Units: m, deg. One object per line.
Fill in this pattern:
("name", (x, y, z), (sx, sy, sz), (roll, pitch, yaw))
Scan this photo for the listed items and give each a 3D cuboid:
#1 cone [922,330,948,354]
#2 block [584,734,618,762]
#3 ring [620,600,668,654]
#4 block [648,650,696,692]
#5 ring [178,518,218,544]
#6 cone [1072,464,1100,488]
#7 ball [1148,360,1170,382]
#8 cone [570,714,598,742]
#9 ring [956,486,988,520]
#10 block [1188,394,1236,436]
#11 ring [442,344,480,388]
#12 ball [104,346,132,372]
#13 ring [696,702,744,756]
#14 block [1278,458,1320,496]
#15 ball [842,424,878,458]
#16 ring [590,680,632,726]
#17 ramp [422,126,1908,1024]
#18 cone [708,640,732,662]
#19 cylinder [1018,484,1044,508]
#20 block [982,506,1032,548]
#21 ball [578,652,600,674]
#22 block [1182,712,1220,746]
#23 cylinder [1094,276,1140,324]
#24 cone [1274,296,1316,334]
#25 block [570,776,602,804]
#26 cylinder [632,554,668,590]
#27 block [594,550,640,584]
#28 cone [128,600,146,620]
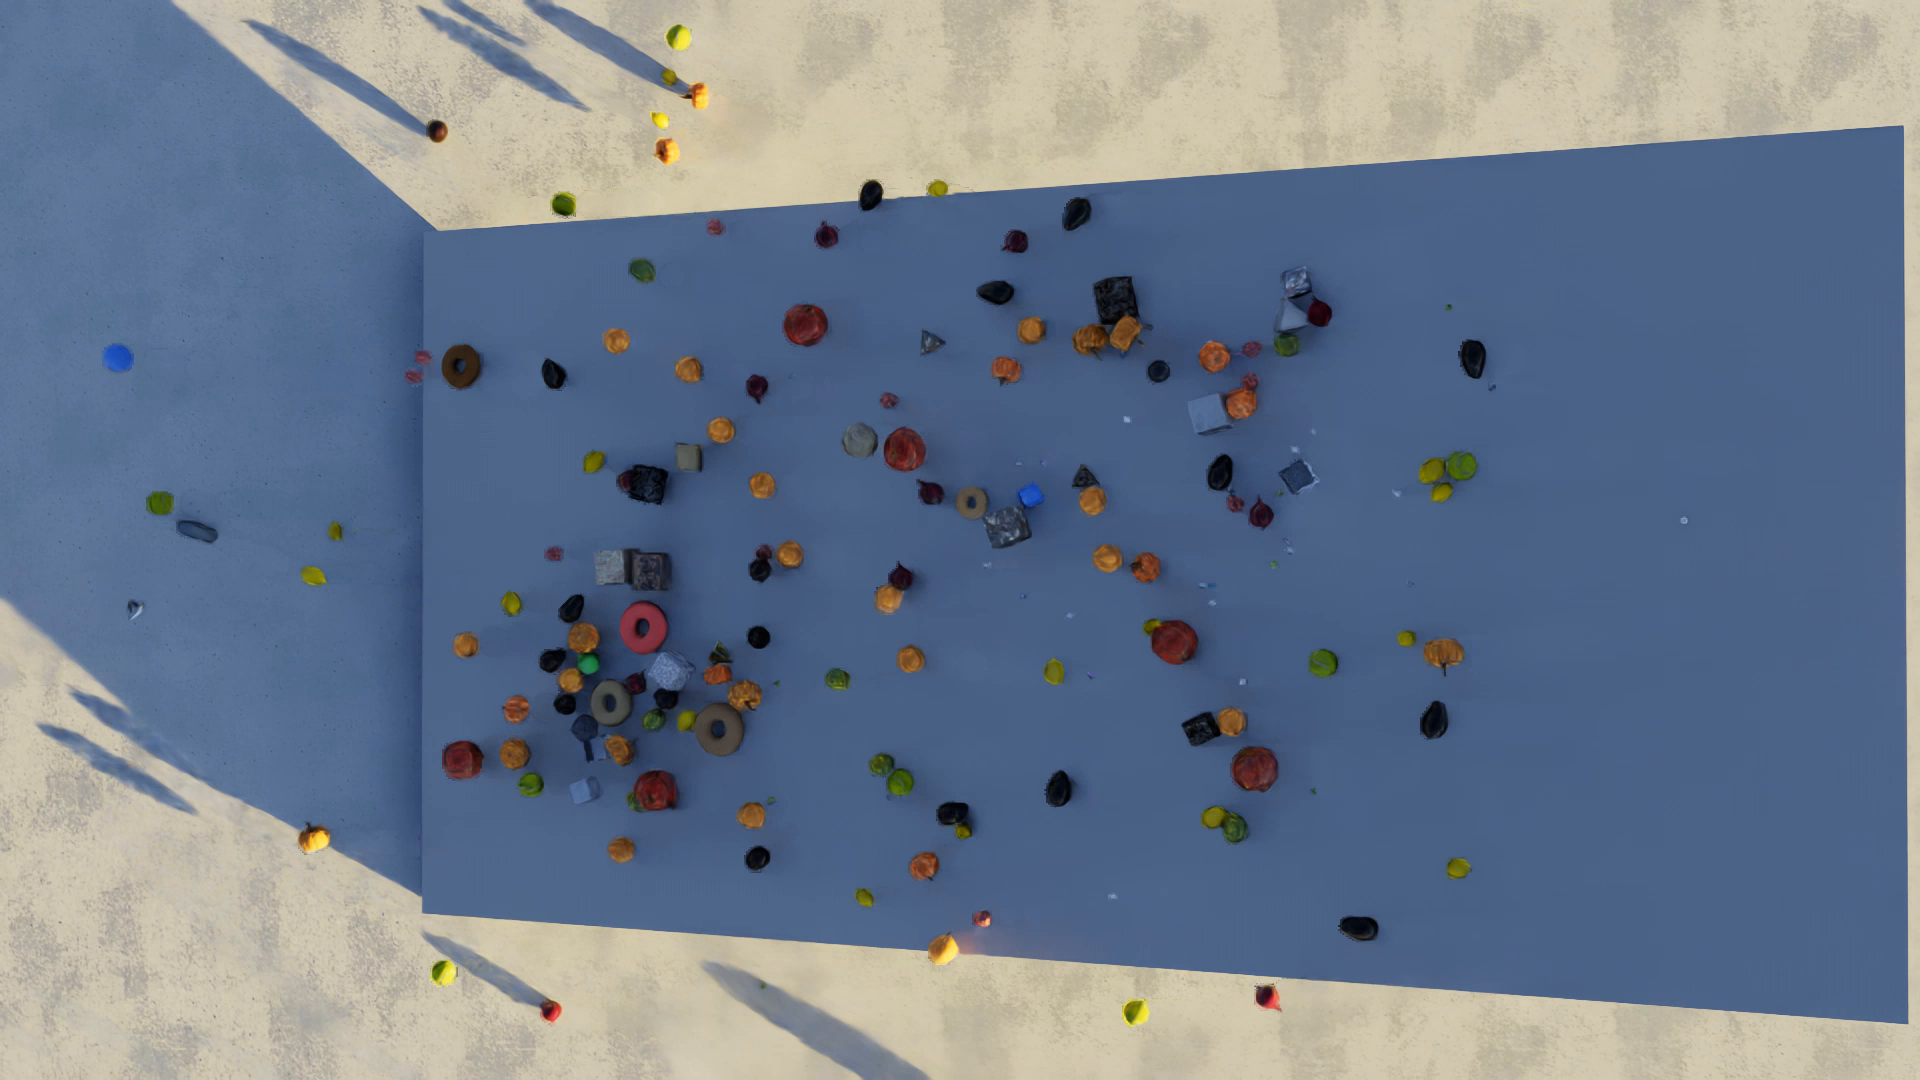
("cone", (-0.066, -0.521, 5.803), (0.069, 0.069, 0.069), (1, 89, -4))
("block", (-1.009, 0.584, 6.172), (0.064, 0.064, 0.064), (-13, 84, 22))
("ring", (-0.883, 0.243, 6.130), (0.150, 0.050, 0.150), (-1, 87, 26))
("block", (-0.798, 0.362, 6.078), (0.077, 0.077, 0.077), (37, 103, 19))
("ring", (-2.247, -0.026, 6.483), (0.118, 0.118, 0.039), (27, 102, 0))
("cone", (0.331, -0.154, 5.630), (0.065, 0.065, 0.065), (21, 89, -5))
("ball", (0.501, -0.424, 5.547), (0.056, 0.056, 0.056), (0, 89, 0))
("cone", (-1.076, 0.534, 6.192), (0.082, 0.082, 0.082), (0, 89, 23))
("ring", (0.031, -0.096, 5.757), (0.089, 0.030, 0.089), (0, 91, 23))
("block", (0.626, -0.312, 5.478), (0.083, 0.083, 0.083), (-17, 83, 22))
("ring", (-1.448, -0.505, 6.384), (0.128, 0.043, 0.128), (0, 90, 24))
("ball", (-2.496, -0.538, 6.515), (0.079, 0.079, 0.079), (0, 89, 0))
("ring", (-0.660, 0.519, 6.033), (0.149, 0.050, 0.149), (0, 90, 22))
("block", (0.833, -0.155, 5.398), (0.064, 0.064, 0.064), (-35, 77, 19))
("ball", (-0.261, -0.259, 5.754), (0.094, 0.094, 0.094), (0, 89, 0))
("ring", (-0.980, 0.458, 6.172), (0.134, 0.045, 0.134), (-1, 88, 24))
("ramp", (0.283, 0.085, 5.718), (4.000, 0.100, 2.000), (0, 89, 23))
("cone", (-0.650, 0.321, 6.041), (0.066, 0.066, 0.066), (31, 89, -7))
("cylinder", (0.181, -0.113, 5.671), (0.051, 0.051, 0.051), (-25, 89, -6))
("block", (0.122, -0.033, 5.687), (0.084, 0.084, 0.084), (-22, 81, 21))
("ball", (-1.045, 0.346, 6.190), (0.064, 0.064, 0.064), (0, 89, 0))
("block", (0.602, 0.472, 5.489), (0.064, 0.064, 0.064), (-29, 78, 20))
("cylinder", (0.395, -0.607, 5.571), (0.099, 0.099, 0.099), (-12, 86, 0))
("cone", (0.833, -0.545, 5.415), (0.093, 0.093, 0.093), (10, 89, -4))
("block", (-1.054, 0.706, 6.193), (0.058, 0.058, 0.058), (-24, 80, 22))
("cylinder", (-0.859, 0.088, 6.092), (0.100, 0.100, 0.100), (-1, 91, 0))
("block", (-0.955, 0.075, 6.141), (0.091, 0.091, 0.091), (-6, 87, 23))
("cone", (-2.446, 0.216, 6.510), (0.057, 0.057, 0.057), (22, 77, 0))
